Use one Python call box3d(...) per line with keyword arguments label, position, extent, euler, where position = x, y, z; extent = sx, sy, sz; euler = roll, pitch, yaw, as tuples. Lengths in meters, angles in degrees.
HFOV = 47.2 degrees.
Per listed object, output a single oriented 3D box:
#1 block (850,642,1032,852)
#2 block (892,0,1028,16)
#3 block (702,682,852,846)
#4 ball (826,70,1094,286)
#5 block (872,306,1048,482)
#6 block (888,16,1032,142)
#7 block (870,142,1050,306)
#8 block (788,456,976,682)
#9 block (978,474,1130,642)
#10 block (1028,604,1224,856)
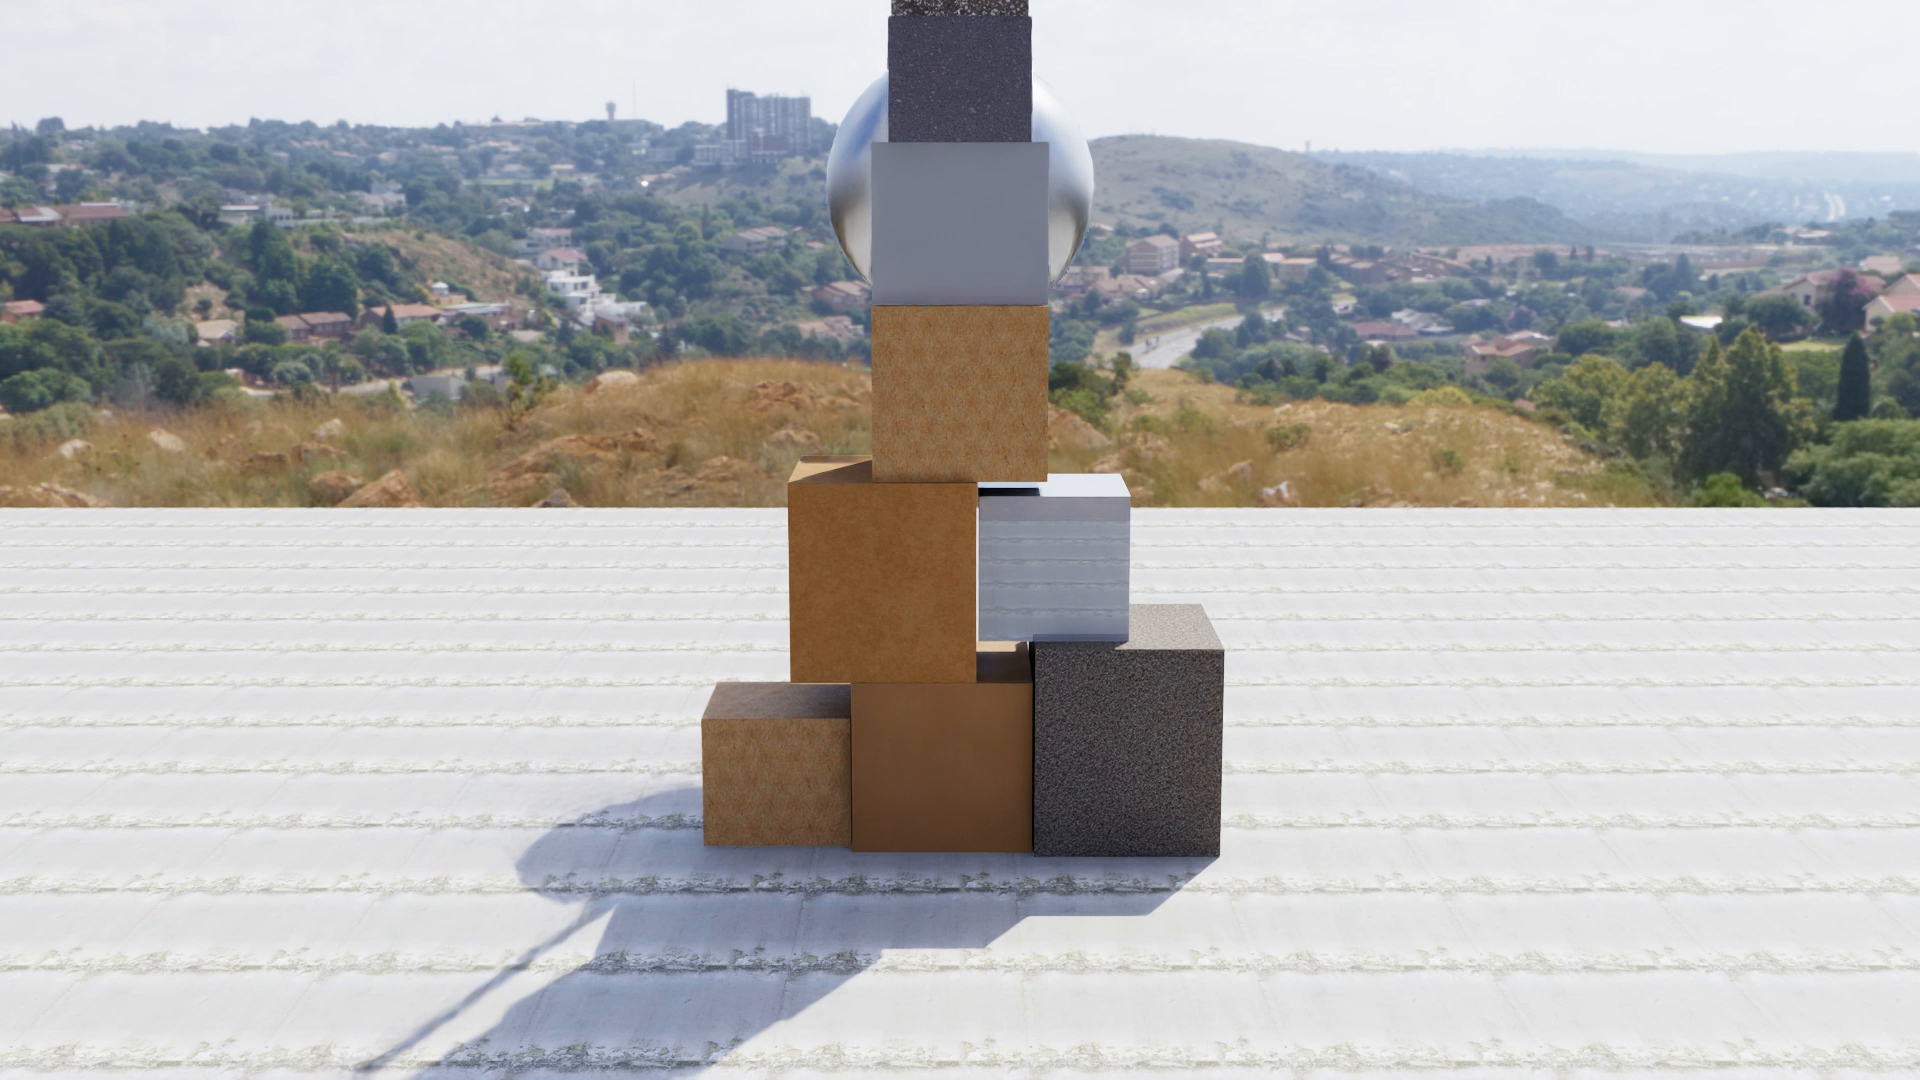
box3d(label="block", position=(-0.090, 1.051, 11.360), extent=(0.895, 0.868, 0.923), euler=(0, 10, 0))
box3d(label="block", position=(0.000, -2.806, 10.687), extent=(0.653, 0.549, 0.626), euler=(0, 10, 0))
box3d(label="block", position=(-0.919, 1.148, 11.403), extent=(0.744, 0.661, 0.763), euler=(0, 10, 0))
box3d(label="ball", position=(0.000, -2.113, 13.129), extent=(1.600, 1.600, 1.600), euler=(0, 10, 0))
box3d(label="block", position=(0.000, -0.776, 11.034), extent=(0.852, 0.853, 0.839), euler=(0, 10, 0))
box3d(label="block", position=(0.000, -2.243, 10.754), extent=(0.682, 0.582, 0.720), euler=(0, 10, 0))
box3d(label="block", position=(0.000, -1.579, 10.899), extent=(0.848, 0.776, 0.723), euler=(0, 10, 0))
box3d(label="block", position=(-0.378, 0.128, 11.223), extent=(0.917, 0.995, 0.968), euler=(0, 10, 0))
box3d(label="block", position=(0.464, 0.078, 11.194), extent=(0.745, 0.728, 0.740), euler=(0, 10, 0))
box3d(label="block", position=(0.830, 0.957, 11.348), extent=(0.923, 1.057, 1.072), euler=(0, 10, 0))
